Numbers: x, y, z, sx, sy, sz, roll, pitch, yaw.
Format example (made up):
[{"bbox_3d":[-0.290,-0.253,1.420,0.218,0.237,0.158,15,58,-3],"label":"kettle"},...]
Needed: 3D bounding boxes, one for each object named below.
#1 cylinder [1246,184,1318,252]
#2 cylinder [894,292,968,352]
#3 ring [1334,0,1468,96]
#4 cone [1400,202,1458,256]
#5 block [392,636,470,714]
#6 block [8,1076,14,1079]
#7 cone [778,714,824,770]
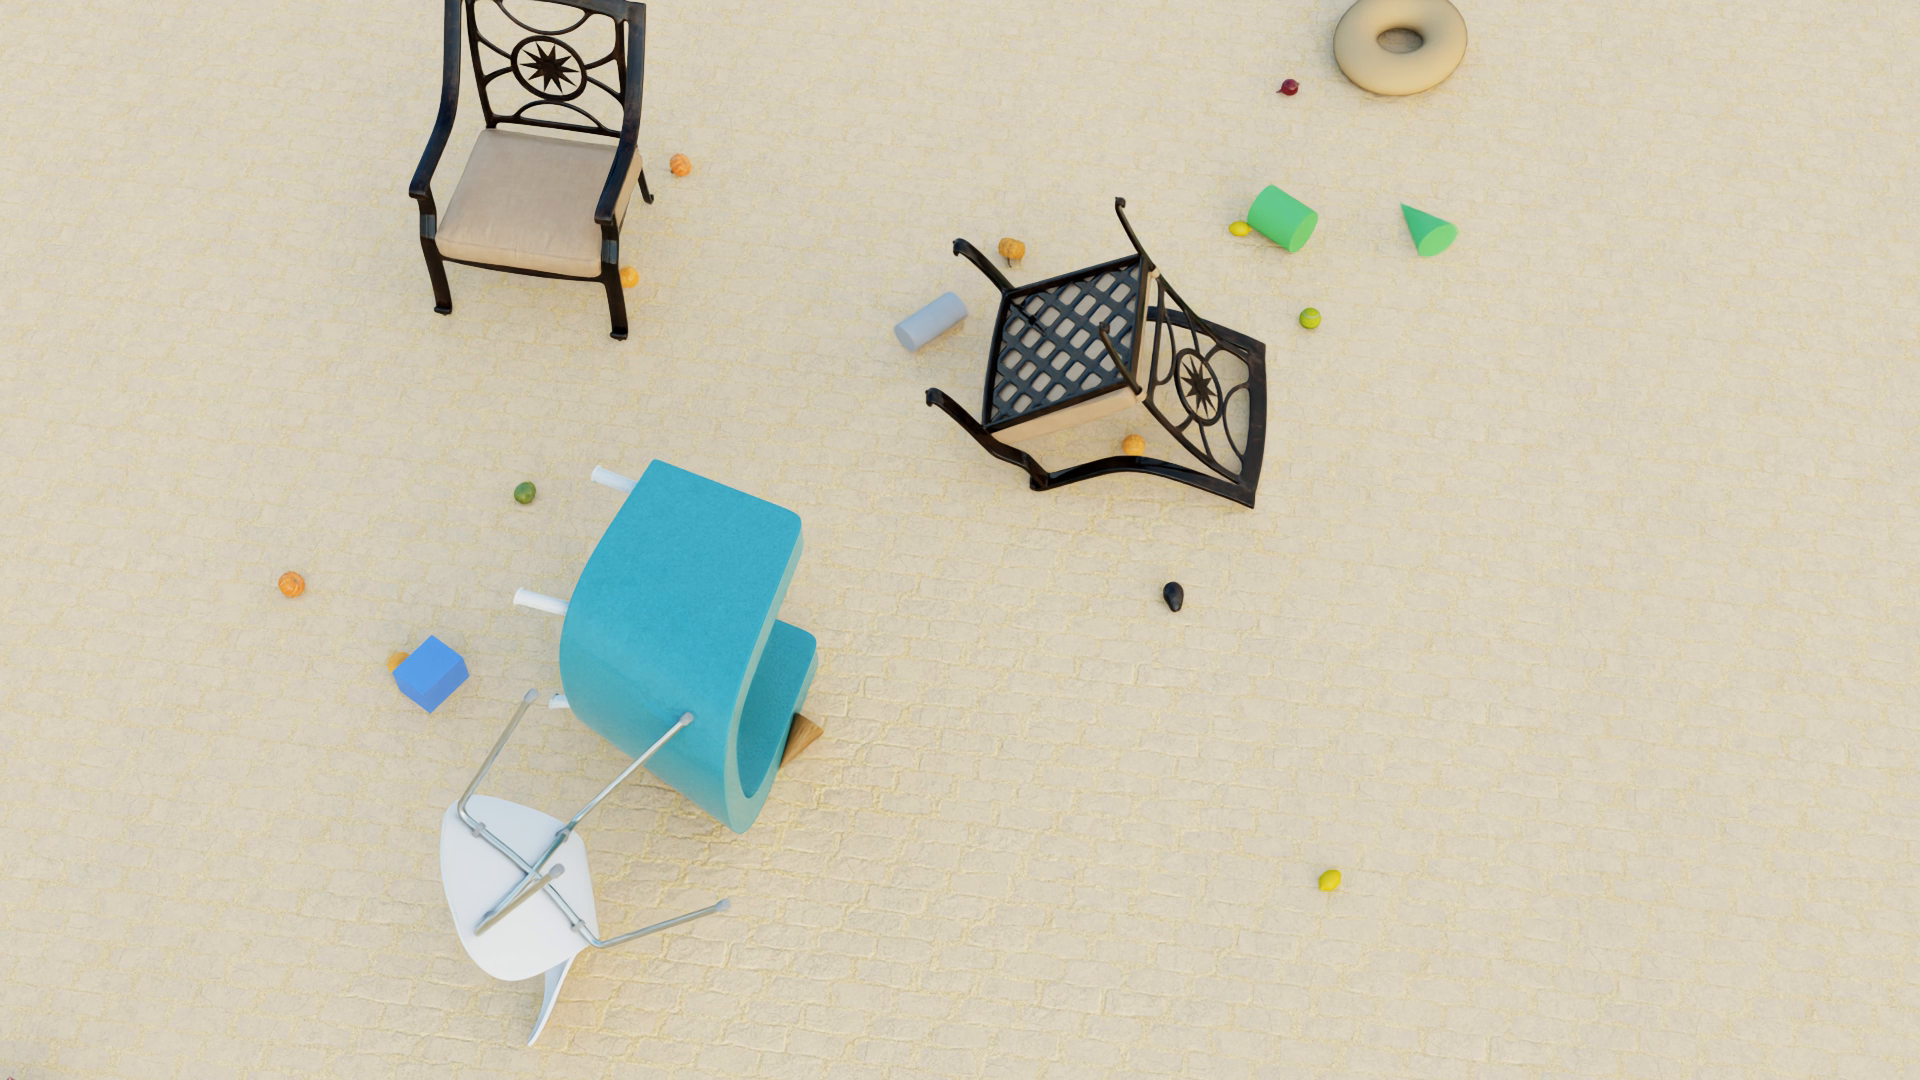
[{"bbox_3d":[1.053,-1.050,7.185,0.175,0.155,0.150,38,56,22],"label":"cylinder"},{"bbox_3d":[-0.092,-0.694,6.989,0.219,0.085,0.109,-35,59,-21],"label":"cylinder"},{"bbox_3d":[1.535,-1.741,7.665,0.443,0.129,0.514,36,64,20],"label":"ring"},{"bbox_3d":[1.513,-1.052,7.247,0.151,0.106,0.241,-30,47,-2],"label":"cone"},{"bbox_3d":[-1.504,0.382,6.255,0.123,0.105,0.157,33,62,20],"label":"block"},{"bbox_3d":[-2.385,1.477,5.506,0.099,0.127,0.209,21,59,14],"label":"block"},{"bbox_3d":[-0.465,0.579,6.158,0.100,0.095,0.164,24,75,36],"label":"cone"}]
